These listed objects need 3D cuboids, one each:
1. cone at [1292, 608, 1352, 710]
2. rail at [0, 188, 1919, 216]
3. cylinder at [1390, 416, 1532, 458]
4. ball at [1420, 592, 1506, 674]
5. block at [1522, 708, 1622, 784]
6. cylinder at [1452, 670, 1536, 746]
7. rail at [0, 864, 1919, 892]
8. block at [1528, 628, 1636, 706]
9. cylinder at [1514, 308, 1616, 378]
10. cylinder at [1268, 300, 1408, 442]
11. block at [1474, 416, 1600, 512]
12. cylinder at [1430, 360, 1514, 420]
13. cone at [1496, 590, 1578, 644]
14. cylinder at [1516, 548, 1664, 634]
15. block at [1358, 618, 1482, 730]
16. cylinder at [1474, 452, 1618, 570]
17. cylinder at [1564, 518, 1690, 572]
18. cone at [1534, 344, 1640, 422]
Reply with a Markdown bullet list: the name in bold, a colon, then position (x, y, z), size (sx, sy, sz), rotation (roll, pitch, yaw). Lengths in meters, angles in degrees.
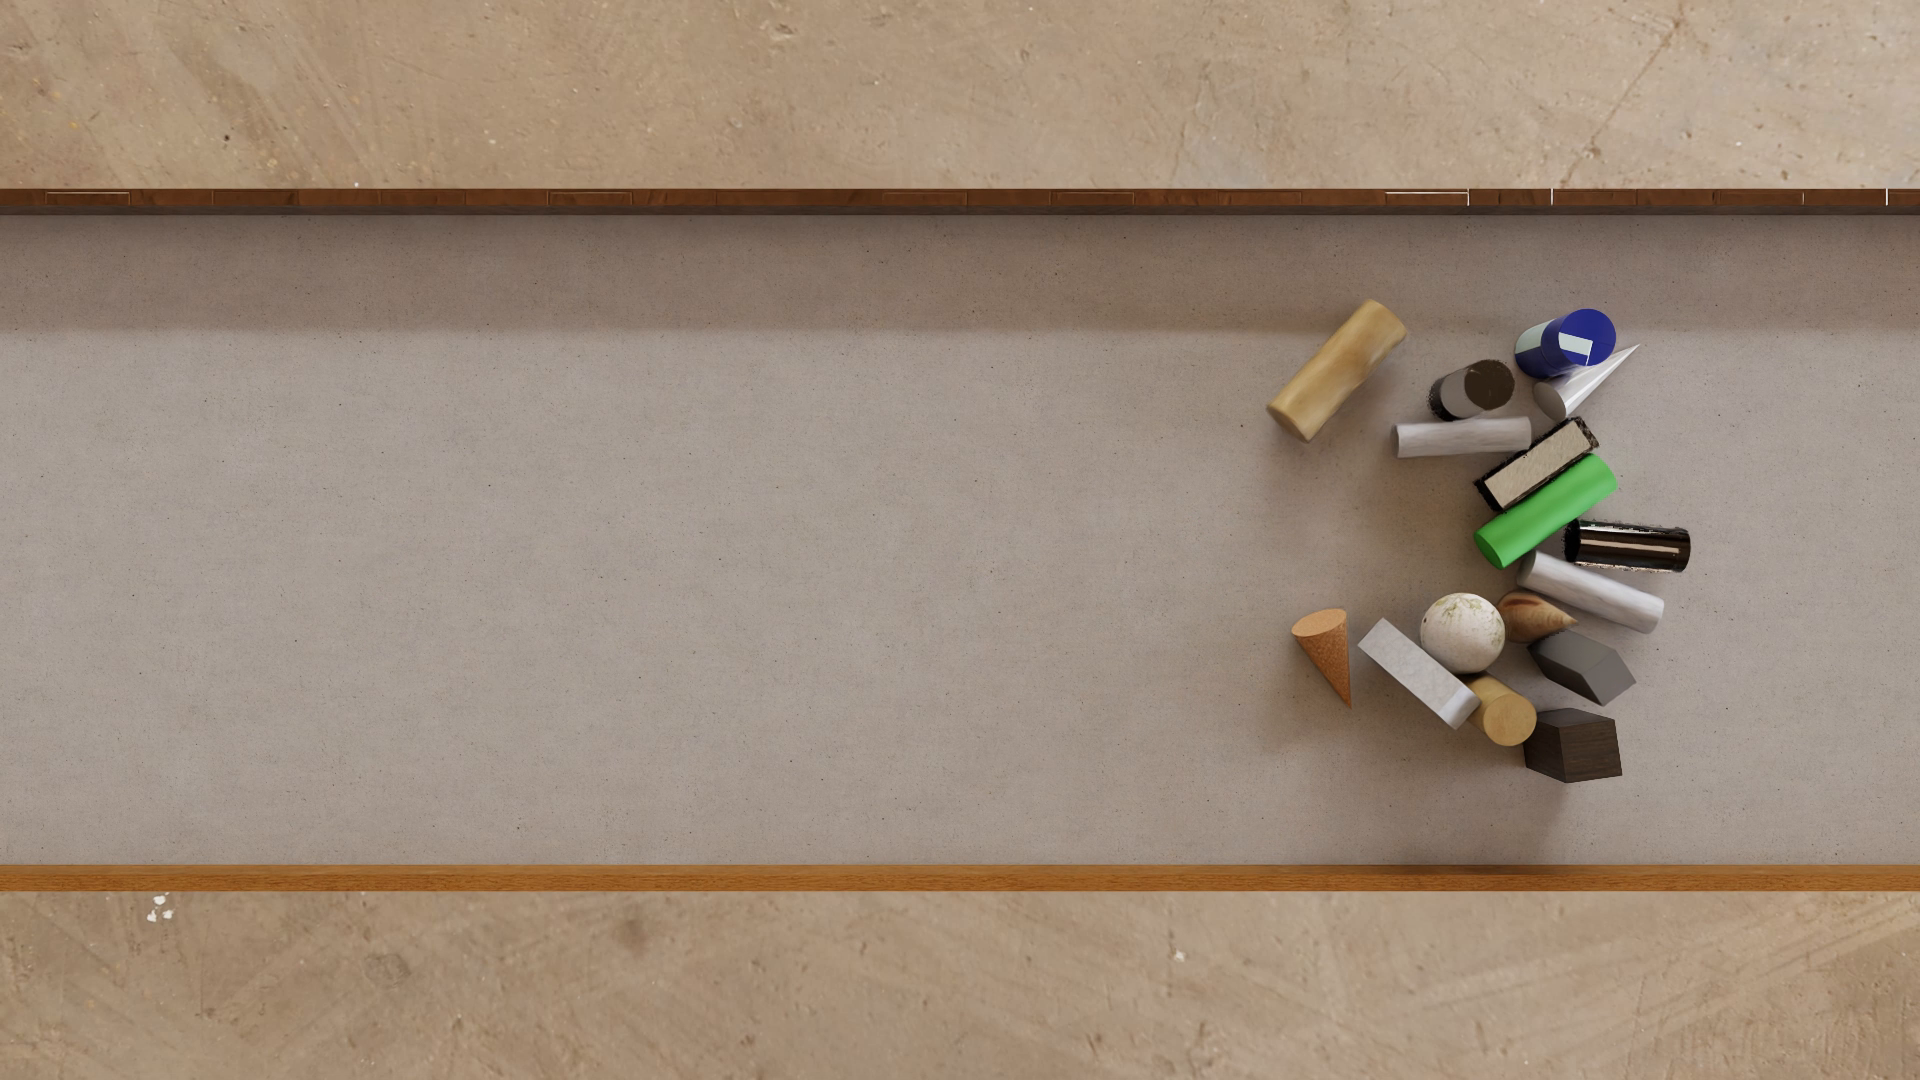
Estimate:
- **cone**: position (1.146, 0.387, 5.035), size (0.171, 0.171, 0.311), rotation (-23, 105, 0)
- **rail**: position (-2.247, -1.025, 5.002), size (12.000, 0.150, 0.050), rotation (0, 90, 0)
- **cylinder**: position (1.523, -0.314, 5.024), size (0.400, 0.102, 0.102), rotation (-4, 90, 0)
- **ball**: position (1.509, 0.281, 4.954), size (0.246, 0.246, 0.246), rotation (0, 90, 0)
- **block**: position (1.812, 0.608, 4.908), size (0.163, 0.337, 0.163), rotation (-8, 90, 0)
- **cylinder**: position (1.566, 0.486, 4.887), size (0.154, 0.359, 0.154), rotation (0, 99, -2)
- **rail**: position (-2.247, 1.025, 5.001), size (12.000, 0.150, 0.050), rotation (0, 90, 0)
- **block**: position (1.838, 0.369, 4.893), size (0.120, 0.351, 0.120), rotation (-36, 101, 0)
- **cylinder**: position (1.789, -0.578, 4.890), size (0.164, 0.372, 0.164), rotation (0, 90, 0)
- **cylinder**: position (1.142, -0.511, 4.997), size (0.160, 0.160, 0.444), rotation (43, 90, 0)
- **block**: position (1.755, -0.231, 5.023), size (0.351, 0.106, 0.106), rotation (-34, 90, 0)
- **cylinder**: position (1.518, -0.442, 4.905), size (0.145, 0.338, 0.145), rotation (0, 88, -1)
- **cone**: position (1.736, 0.233, 4.866), size (0.166, 0.410, 0.166), rotation (0, 90, -4)
- **cylinder**: position (1.915, 0.157, 5.017), size (0.413, 0.120, 0.120), rotation (21, 90, 0)
- **block**: position (1.356, 0.392, 4.880), size (0.114, 0.390, 0.114), rotation (-49, 126, 6)
- **cylinder**: position (1.776, -0.087, 5.007), size (0.423, 0.139, 0.139), rotation (-35, 90, 0)
- **cylinder**: position (2.024, 0.017, 5.009), size (0.331, 0.136, 0.136), rotation (5, 90, 0)
- **cone**: position (1.944, -0.512, 5.043), size (0.363, 0.136, 0.136), rotation (-31, 90, -11)
